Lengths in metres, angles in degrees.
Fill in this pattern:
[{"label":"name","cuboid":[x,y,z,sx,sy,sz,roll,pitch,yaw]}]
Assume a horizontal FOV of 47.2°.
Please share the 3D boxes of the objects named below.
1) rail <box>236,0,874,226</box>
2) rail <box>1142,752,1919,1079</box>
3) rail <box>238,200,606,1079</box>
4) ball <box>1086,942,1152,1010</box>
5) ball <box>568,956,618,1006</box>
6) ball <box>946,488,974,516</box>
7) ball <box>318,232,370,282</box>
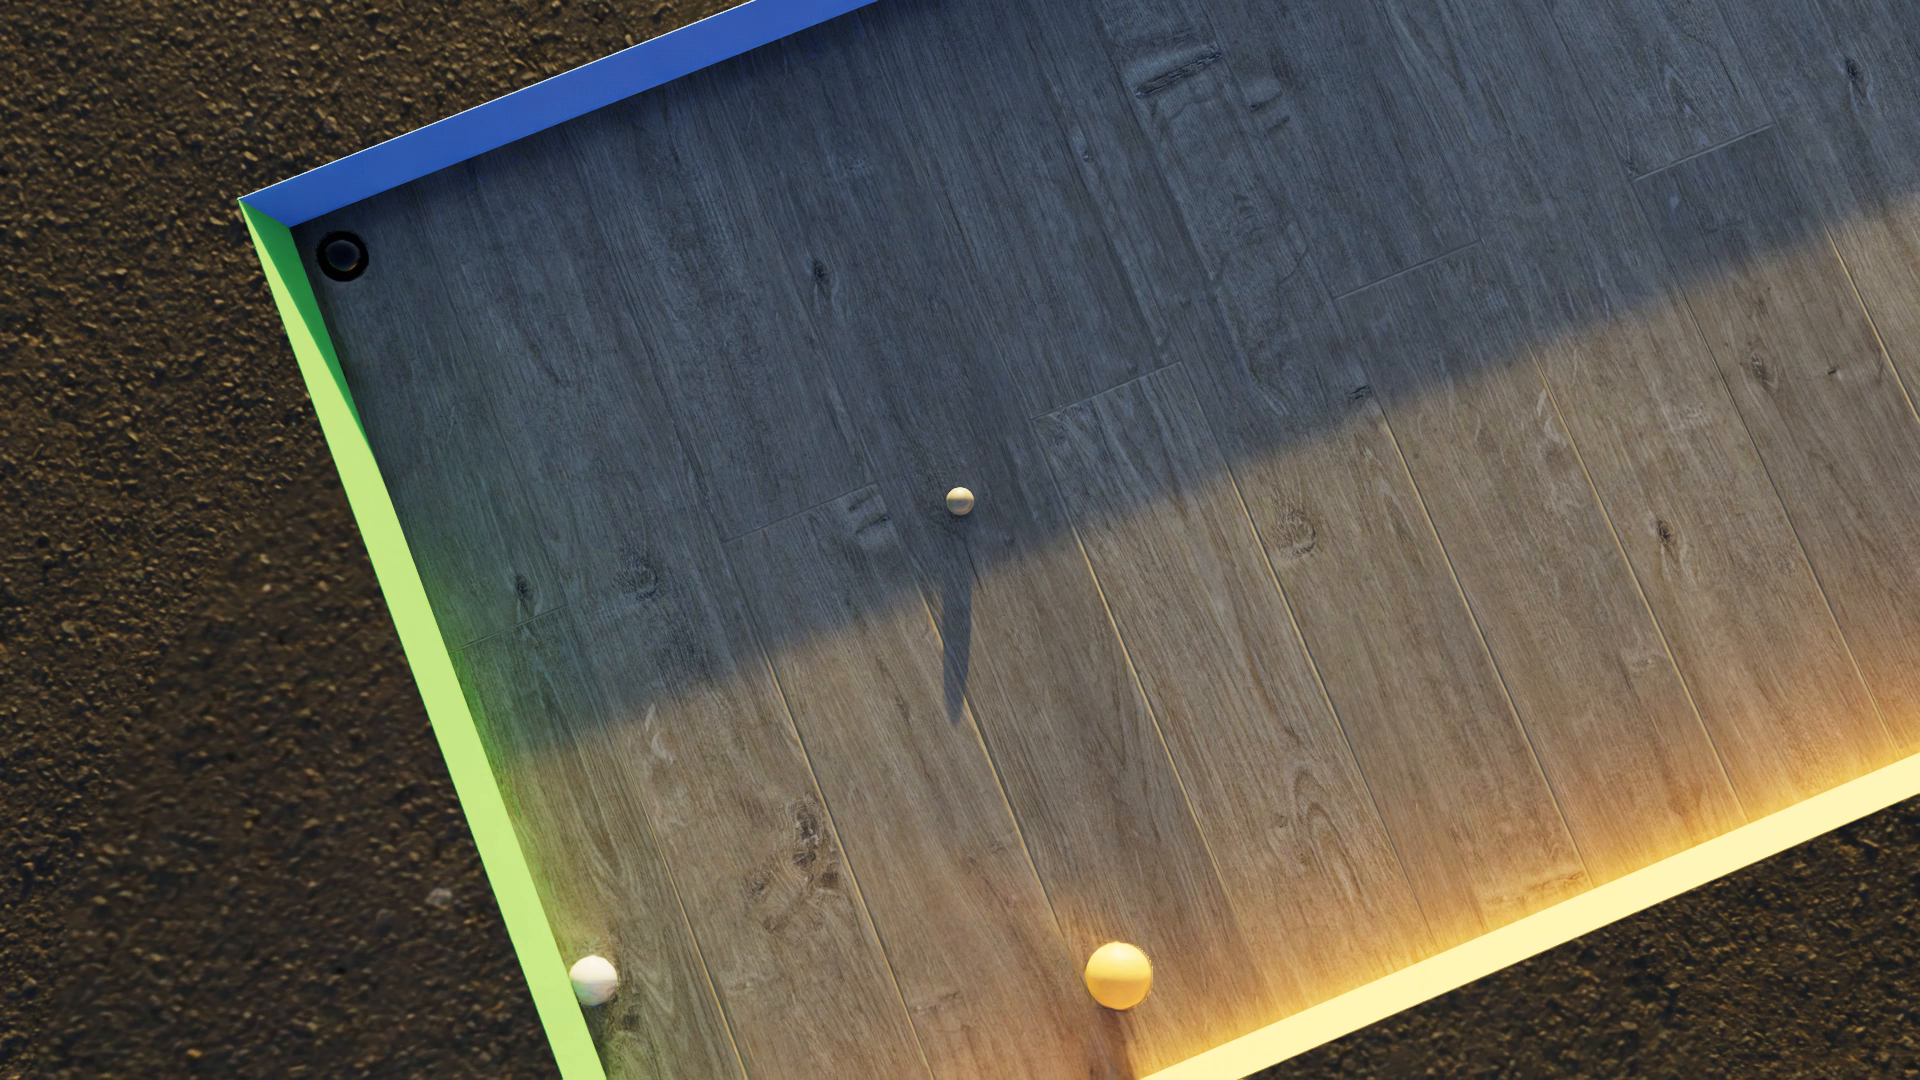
[{"label":"rail","cuboid":[0.429,-1.076,3.411,3.225,0.123,0.045,-22,82,-3]},{"label":"rail","cuboid":[1.064,0.466,3.172,3.225,0.123,0.045,-22,82,-3]},{"label":"rail","cuboid":[-0.725,0.287,3.200,0.045,0.123,1.732,-22,82,-3]},{"label":"ball","cuboid":[0.228,0.627,3.163,0.095,0.095,0.095,0,81,0]},{"label":"ball","cuboid":[-0.530,0.636,3.174,0.070,0.070,0.070,0,81,0]},{"label":"ball","cuboid":[0.000,-0.058,3.295,0.042,0.042,0.042,0,81,0]},{"label":"ball","cuboid":[-0.935,-0.430,3.335,0.077,0.077,0.077,0,81,0]}]
